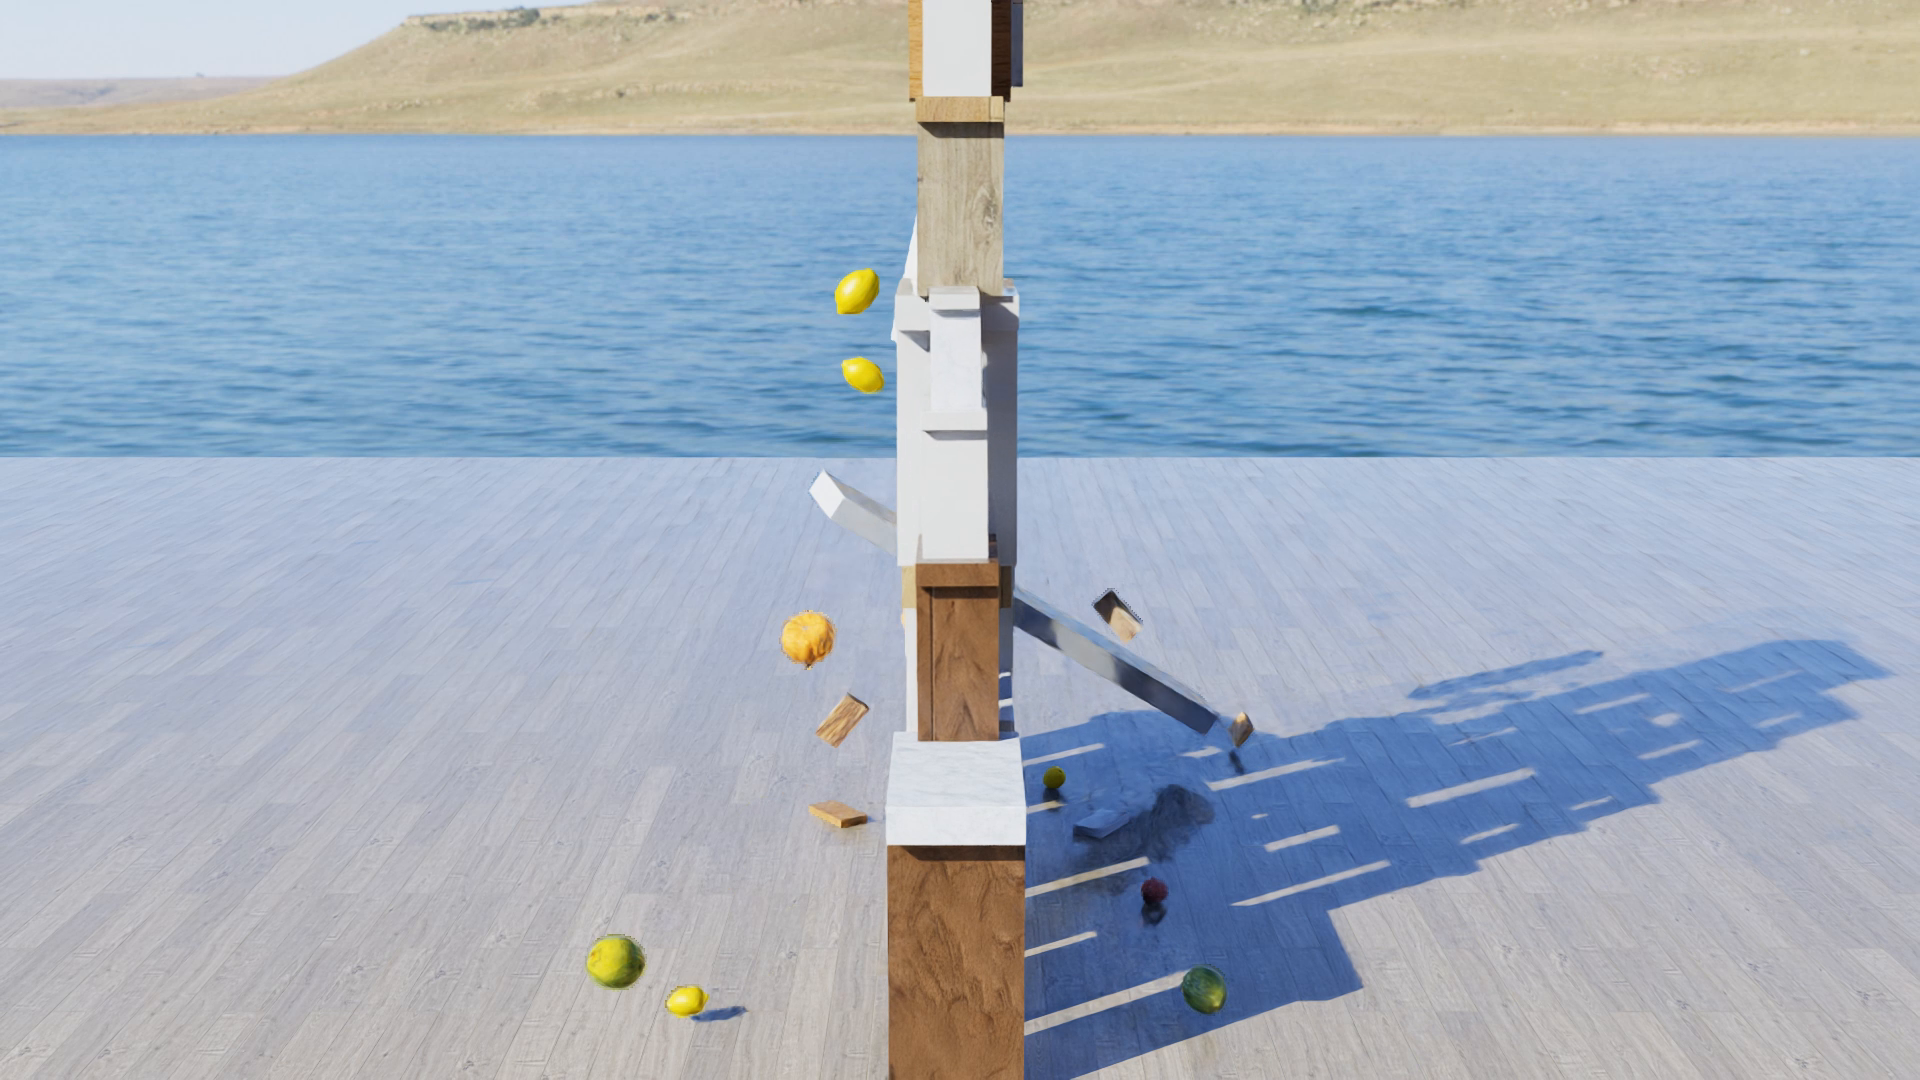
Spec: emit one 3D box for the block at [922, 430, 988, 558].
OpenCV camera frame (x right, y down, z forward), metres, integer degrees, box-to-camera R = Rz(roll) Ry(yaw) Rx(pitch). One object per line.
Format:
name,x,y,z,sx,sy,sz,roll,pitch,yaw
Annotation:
block,-0.007,-0.065,3.039,0.090,0.181,0.026,0,11,0

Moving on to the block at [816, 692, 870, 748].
block,-0.219,0.335,4.087,0.050,0.101,0.014,35,18,-16

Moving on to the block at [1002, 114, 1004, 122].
block,0.002,-0.540,3.467,0.134,0.268,0.038,0,12,1

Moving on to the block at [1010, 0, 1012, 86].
block,0.005,-0.872,3.468,0.152,0.303,0.043,0,5,0

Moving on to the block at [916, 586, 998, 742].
block,-0.003,0.168,3.080,0.114,0.228,0.032,0,14,0

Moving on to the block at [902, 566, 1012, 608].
block,-0.005,-0.125,3.474,0.175,0.468,0.050,0,14,0

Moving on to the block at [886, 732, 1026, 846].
block,-0.005,0.331,2.972,0.178,0.050,0.356,0,11,0

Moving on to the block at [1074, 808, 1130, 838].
block,0.259,0.517,4.016,0.057,0.016,0.113,6,12,30

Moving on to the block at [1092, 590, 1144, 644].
block,0.292,0.141,4.058,0.046,0.093,0.013,-41,2,3

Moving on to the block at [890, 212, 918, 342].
block,-0.022,-0.512,3.955,0.048,0.341,0.171,15,6,33

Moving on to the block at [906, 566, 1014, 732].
block,0.000,0.162,3.694,0.178,0.539,0.050,0,13,-1

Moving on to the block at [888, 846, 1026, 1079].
block,-0.005,0.553,2.892,0.178,0.356,0.050,0,11,0

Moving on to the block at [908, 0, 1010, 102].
block,0.000,-0.820,3.285,0.152,0.325,0.043,0,1,0

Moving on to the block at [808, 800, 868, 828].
block,-0.226,0.507,4.071,0.057,0.016,0.113,-7,13,-35

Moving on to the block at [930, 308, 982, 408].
block,-0.006,-0.250,3.015,0.069,0.138,0.020,-1,14,0

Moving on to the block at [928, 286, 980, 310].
block,-0.009,-0.335,3.039,0.069,0.020,0.138,-1,12,-1

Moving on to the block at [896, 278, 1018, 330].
block,-0.005,-0.355,3.296,0.175,0.050,0.350,0,11,0

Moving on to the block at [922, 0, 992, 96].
block,-0.004,-0.714,3.062,0.095,0.189,0.027,0,10,0

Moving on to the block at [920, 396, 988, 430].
block,-0.008,-0.178,3.079,0.090,0.026,0.181,0,10,0

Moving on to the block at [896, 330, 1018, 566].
block,-0.004,-0.138,3.228,0.175,0.350,0.050,0,14,0

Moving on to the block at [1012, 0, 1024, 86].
block,0.018,-0.908,3.562,0.171,0.341,0.048,0,11,1

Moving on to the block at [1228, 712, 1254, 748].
block,0.577,0.390,4.523,0.014,0.050,0.101,38,9,-8

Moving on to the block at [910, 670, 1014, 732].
block,0.004,0.270,3.526,0.159,0.045,0.319,0,11,0

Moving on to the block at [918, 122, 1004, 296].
block,0.001,-0.467,3.102,0.121,0.242,0.034,0,11,0

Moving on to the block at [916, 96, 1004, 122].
block,-0.001,-0.618,3.155,0.121,0.034,0.242,0,11,0

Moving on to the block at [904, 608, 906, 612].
block,-0.024,0.141,4.270,0.154,0.044,0.308,-1,11,-4

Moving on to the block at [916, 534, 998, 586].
block,-0.004,0.028,3.124,0.114,0.032,0.228,0,10,0

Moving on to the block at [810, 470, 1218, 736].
block,0.115,0.130,4.277,0.925,0.048,0.171,31,7,-24
